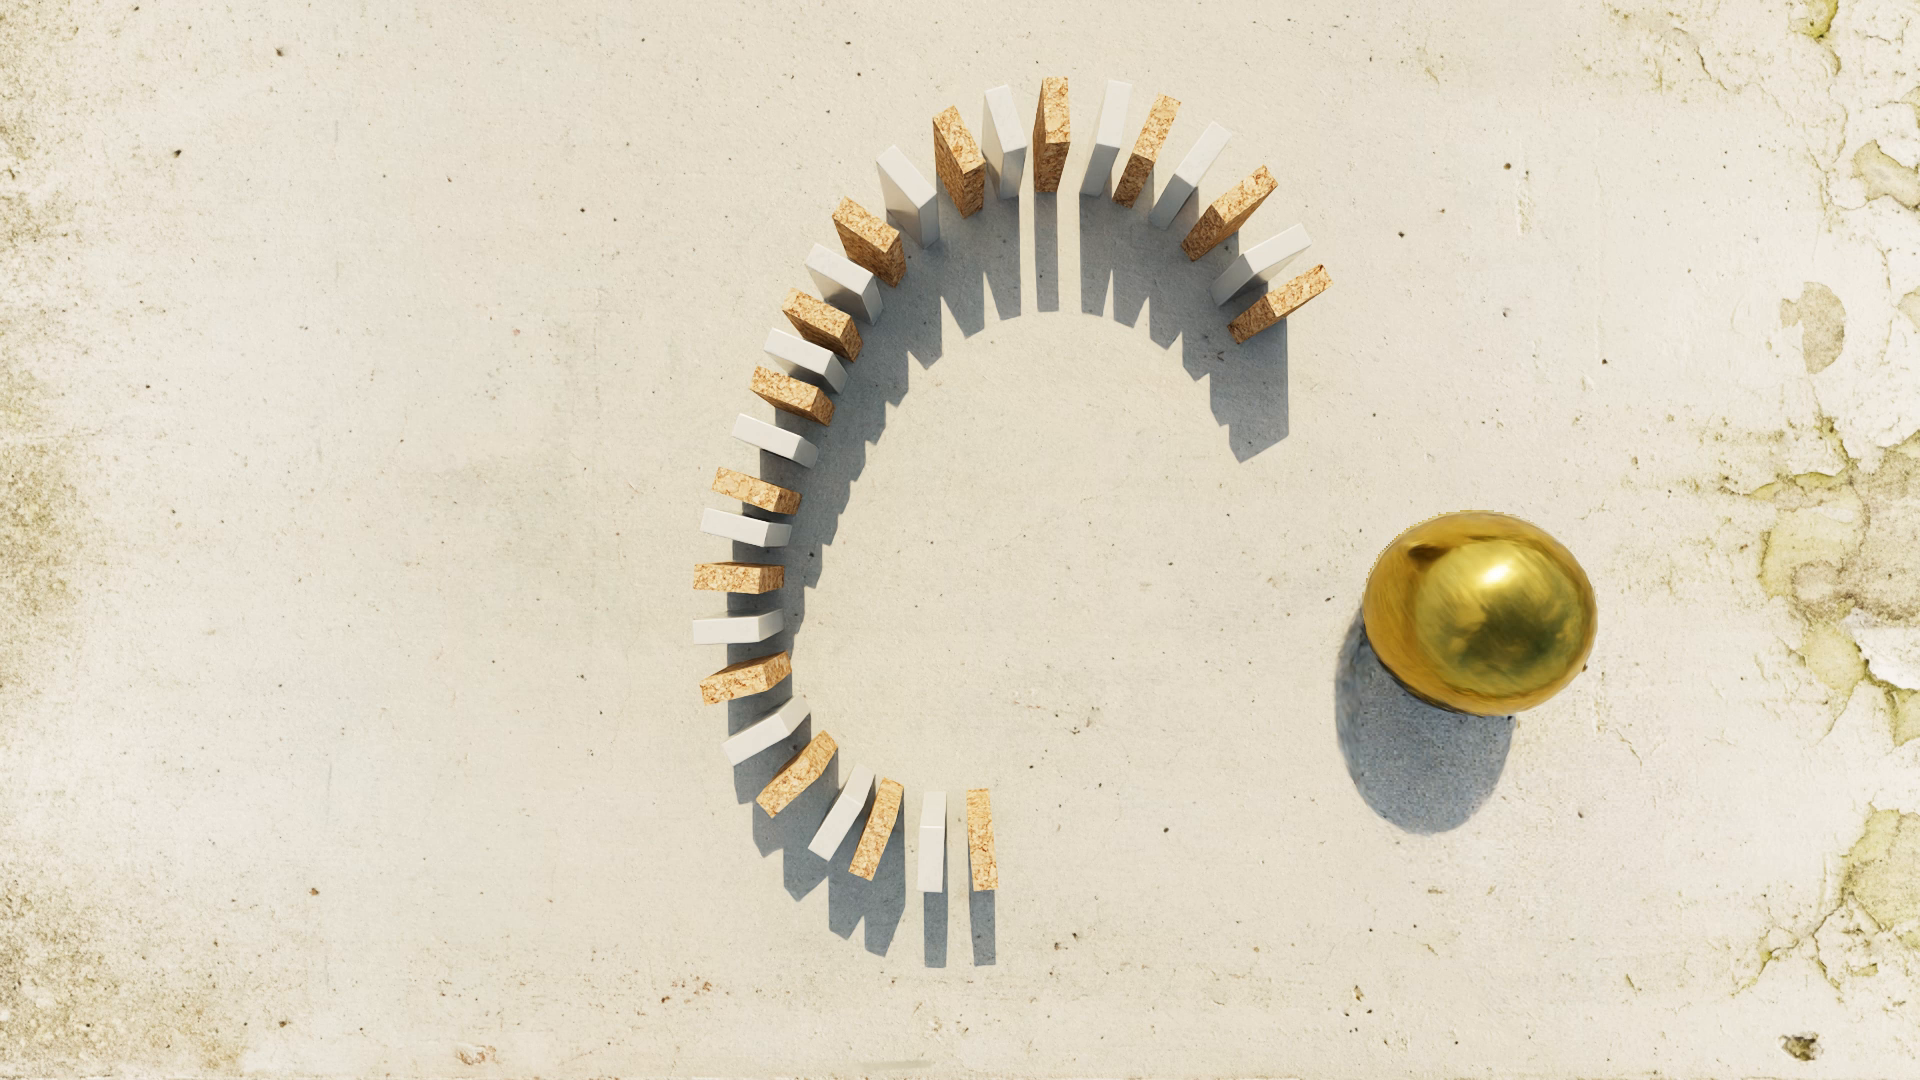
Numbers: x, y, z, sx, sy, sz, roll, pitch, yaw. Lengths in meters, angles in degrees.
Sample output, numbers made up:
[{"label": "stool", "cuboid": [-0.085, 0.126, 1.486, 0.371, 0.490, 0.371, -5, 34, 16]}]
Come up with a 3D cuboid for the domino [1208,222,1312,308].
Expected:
[{"label": "domino", "cuboid": [0.121, -0.111, 0.375, 0.025, 0.050, 0.010, -28, 90, 0]}]

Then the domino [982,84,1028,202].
[{"label": "domino", "cuboid": [0.018, -0.161, 0.375, 0.010, 0.050, 0.025, -18, 90, 0]}]

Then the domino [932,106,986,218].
[{"label": "domino", "cuboid": [0.000, -0.153, 0.375, 0.010, 0.050, 0.025, -29, 90, 0]}]

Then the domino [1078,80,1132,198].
[{"label": "domino", "cuboid": [0.059, -0.163, 0.375, 0.009, 0.050, 0.025, 11, 90, 0]}]

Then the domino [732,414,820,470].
[{"label": "domino", "cuboid": [-0.074, -0.040, 0.375, 0.025, 0.050, 0.010, 21, 90, 0]}]

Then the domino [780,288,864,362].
[{"label": "domino", "cuboid": [-0.055, -0.087, 0.375, 0.025, 0.050, 0.010, 27, 90, 0]}]

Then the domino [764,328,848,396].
[{"label": "domino", "cuboid": [-0.062, -0.072, 0.375, 0.025, 0.050, 0.010, 22, 90, 0]}]

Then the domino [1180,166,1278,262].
[{"label": "domino", "cuboid": [0.109, -0.132, 0.375, 0.025, 0.050, 0.010, -37, 90, 0]}]

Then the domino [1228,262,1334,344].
[{"label": "domino", "cuboid": [0.130, -0.096, 0.375, 0.025, 0.050, 0.010, -30, 90, 0]}]

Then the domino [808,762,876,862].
[{"label": "domino", "cuboid": [-0.048, 0.110, 0.375, 0.010, 0.050, 0.025, 32, 90, 0]}]

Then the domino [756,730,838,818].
[{"label": "domino", "cuboid": [-0.066, 0.094, 0.375, 0.025, 0.050, 0.010, -41, 90, 0]}]

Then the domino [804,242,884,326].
[{"label": "domino", "cuboid": [-0.046, -0.104, 0.375, 0.025, 0.050, 0.009, 29, 90, 0]}]

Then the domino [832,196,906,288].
[{"label": "domino", "cuboid": [-0.036, -0.121, 0.375, 0.025, 0.050, 0.010, 34, 90, 0]}]

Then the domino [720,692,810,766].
[{"label": "domino", "cuboid": [-0.078, 0.076, 0.375, 0.025, 0.050, 0.009, -29, 90, 0]}]

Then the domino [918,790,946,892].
[{"label": "domino", "cuboid": [-0.011, 0.122, 0.375, 0.010, 0.050, 0.025, 2, 90, 0]}]

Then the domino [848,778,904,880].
[{"label": "domino", "cuboid": [-0.034, 0.117, 0.375, 0.009, 0.050, 0.025, 22, 90, 0]}]

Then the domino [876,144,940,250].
[{"label": "domino", "cuboid": [-0.021, -0.139, 0.375, 0.010, 0.050, 0.025, -42, 90, 0]}]

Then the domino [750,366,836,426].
[{"label": "domino", "cuboid": [-0.067, -0.058, 0.375, 0.025, 0.050, 0.009, 20, 90, 0]}]

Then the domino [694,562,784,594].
[{"label": "domino", "cuboid": [-0.089, 0.015, 0.375, 0.025, 0.050, 0.009, 4, 90, 0]}]

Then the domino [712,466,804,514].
[{"label": "domino", "cuboid": [-0.082, -0.020, 0.375, 0.025, 0.050, 0.009, 19, 90, 0]}]

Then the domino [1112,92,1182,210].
[{"label": "domino", "cuboid": [0.075, -0.158, 0.375, 0.010, 0.050, 0.025, 23, 90, 0]}]

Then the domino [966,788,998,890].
[{"label": "domino", "cuboid": [0.009, 0.121, 0.375, 0.010, 0.050, 0.025, -6, 90, 0]}]

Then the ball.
[{"label": "ball", "cuboid": [0.202, 0.029, 0.360, 0.080, 0.080, 0.080, 0, 90, 0]}]

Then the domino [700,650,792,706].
[{"label": "domino", "cuboid": [-0.087, 0.056, 0.375, 0.025, 0.050, 0.010, -14, 90, 0]}]

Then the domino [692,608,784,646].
[{"label": "domino", "cuboid": [-0.089, 0.035, 0.375, 0.025, 0.050, 0.009, -3, 90, 0]}]

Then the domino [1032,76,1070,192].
[{"label": "domino", "cuboid": [0.037, -0.164, 0.375, 0.009, 0.050, 0.025, -3, 90, 0]}]

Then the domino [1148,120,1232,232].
[{"label": "domino", "cuboid": [0.093, -0.147, 0.375, 0.010, 0.050, 0.025, 36, 90, 0]}]

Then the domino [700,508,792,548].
[{"label": "domino", "cuboid": [-0.086, -0.005, 0.375, 0.025, 0.050, 0.010, 14, 90, 0]}]
